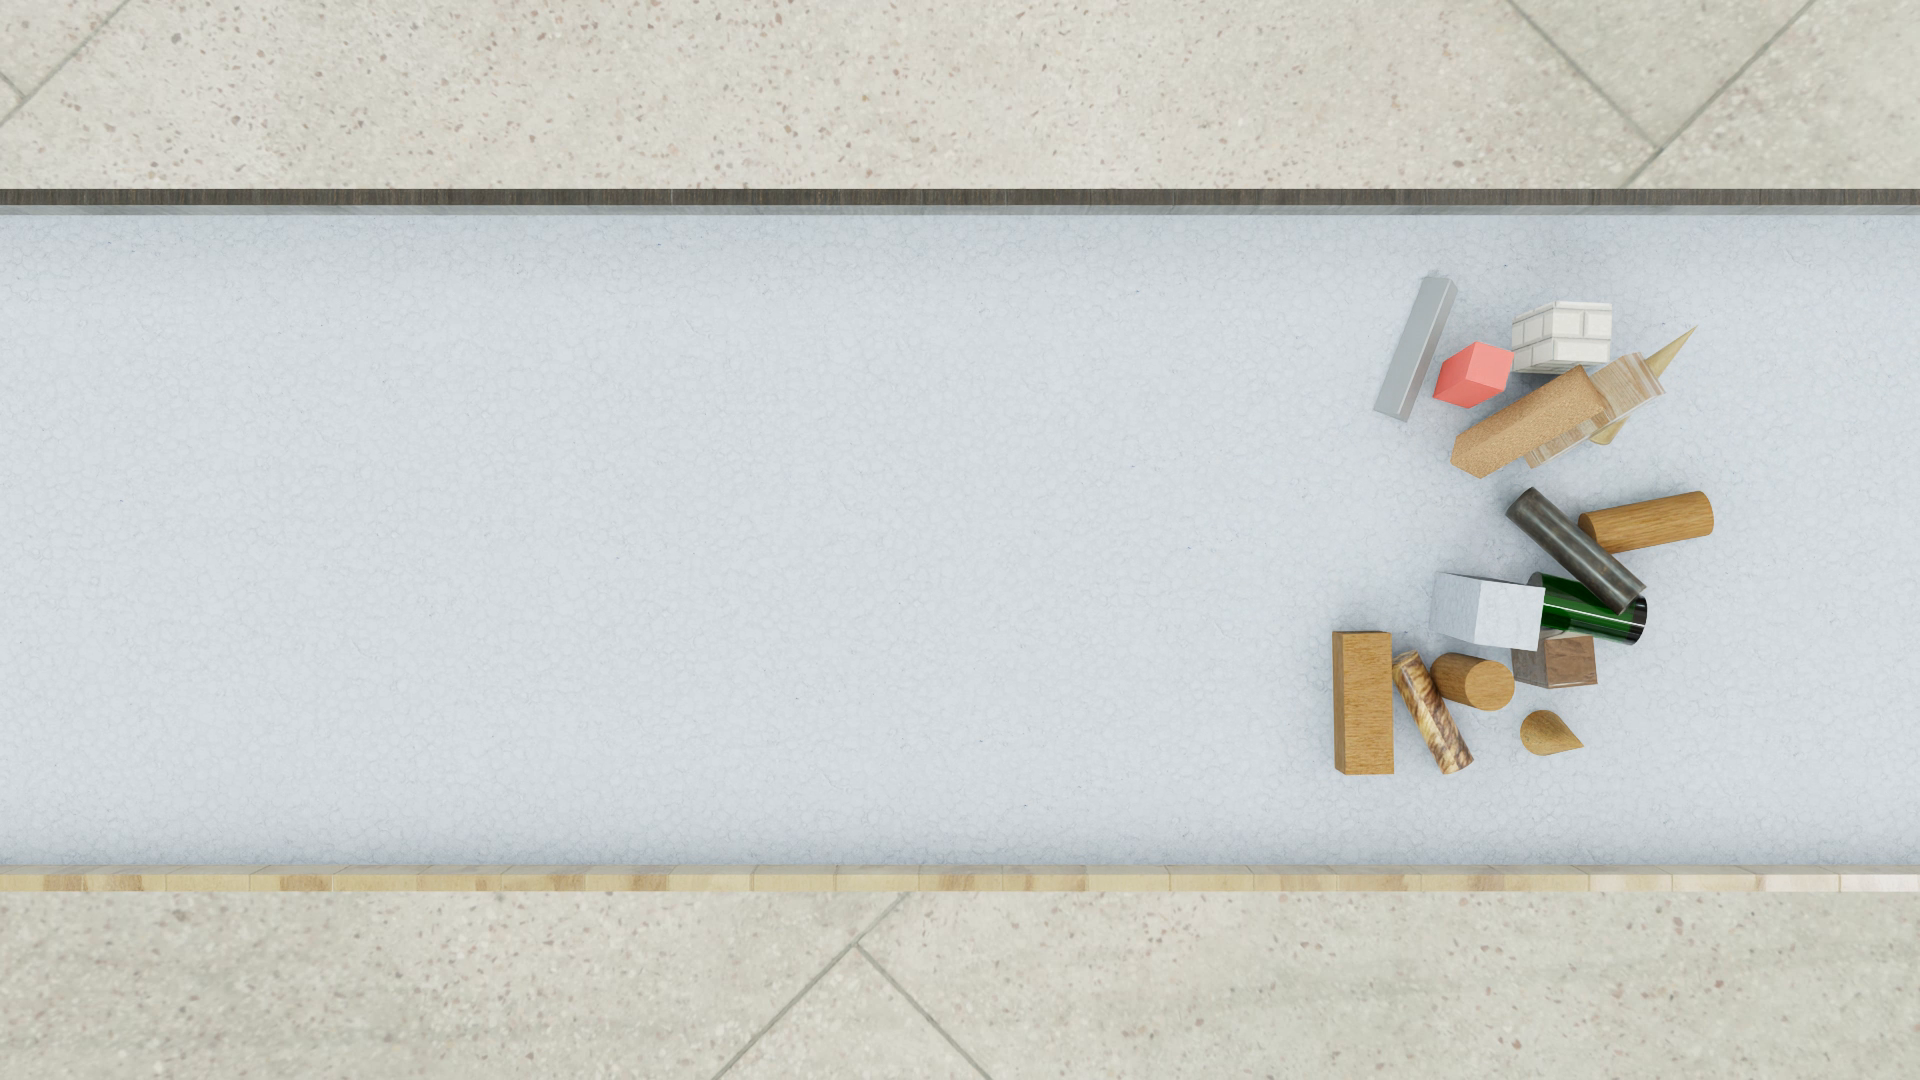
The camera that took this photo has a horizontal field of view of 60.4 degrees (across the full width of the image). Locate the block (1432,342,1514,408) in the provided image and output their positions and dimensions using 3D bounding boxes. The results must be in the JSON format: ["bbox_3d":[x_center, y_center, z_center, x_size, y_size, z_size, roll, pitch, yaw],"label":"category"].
[{"bbox_3d":[1.526,-0.488,4.913,0.116,0.316,0.116,17,85,1],"label":"block"}]

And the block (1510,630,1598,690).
[{"bbox_3d":[1.769,0.354,4.926,0.143,0.301,0.143,-6,90,0],"label":"block"}]

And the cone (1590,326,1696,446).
[{"bbox_3d":[2.013,-0.482,4.859,0.156,0.459,0.156,15,48,-18],"label":"cone"}]

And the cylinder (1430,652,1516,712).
[{"bbox_3d":[1.520,0.419,4.911,0.146,0.327,0.146,0,90,-2],"label":"cylinder"}]

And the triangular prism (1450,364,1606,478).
[{"bbox_3d":[1.656,-0.338,4.871,0.438,0.129,0.148,-35,76,41],"label":"triangular prism"}]

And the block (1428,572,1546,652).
[{"bbox_3d":[1.538,0.204,4.844,0.178,0.458,0.178,7,92,0],"label":"block"}]

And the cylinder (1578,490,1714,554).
[{"bbox_3d":[2.080,-0.048,5.007,0.357,0.139,0.139,-11,90,0],"label":"cylinder"}]

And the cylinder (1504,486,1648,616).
[{"bbox_3d":[1.843,0.031,4.942,0.119,0.119,0.441,-43,69,0],"label":"cylinder"}]

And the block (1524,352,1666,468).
[{"bbox_3d":[1.849,-0.381,4.879,0.407,0.142,0.142,-38,74,40],"label":"block"}]

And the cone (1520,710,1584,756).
[{"bbox_3d":[1.794,0.594,4.906,0.141,0.341,0.141,0,90,0],"label":"cone"}]

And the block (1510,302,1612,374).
[{"bbox_3d":[1.782,-0.597,4.901,0.168,0.351,0.168,3,90,0],"label":"block"}]

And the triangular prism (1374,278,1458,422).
[{"bbox_3d":[1.402,-0.584,5.026,0.110,0.095,0.438,21,90,0],"label":"triangular prism"}]

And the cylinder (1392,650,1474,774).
[{"bbox_3d":[1.430,0.524,5.024,0.105,0.105,0.374,-28,90,0],"label":"cylinder"}]

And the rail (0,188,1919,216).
[{"bbox_3d":[-2.247,-1.025,5.002,12.000,0.150,0.050,0,90,0],"label":"rail"}]

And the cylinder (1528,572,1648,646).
[{"bbox_3d":[1.889,0.208,4.998,0.322,0.158,0.158,13,90,0],"label":"cylinder"}]

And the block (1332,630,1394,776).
[{"bbox_3d":[1.222,0.491,5.004,0.145,0.145,0.422,-1,90,0],"label":"block"}]

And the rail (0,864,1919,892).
[{"bbox_3d":[-2.247,1.025,5.001,12.000,0.150,0.050,0,90,0],"label":"rail"}]
